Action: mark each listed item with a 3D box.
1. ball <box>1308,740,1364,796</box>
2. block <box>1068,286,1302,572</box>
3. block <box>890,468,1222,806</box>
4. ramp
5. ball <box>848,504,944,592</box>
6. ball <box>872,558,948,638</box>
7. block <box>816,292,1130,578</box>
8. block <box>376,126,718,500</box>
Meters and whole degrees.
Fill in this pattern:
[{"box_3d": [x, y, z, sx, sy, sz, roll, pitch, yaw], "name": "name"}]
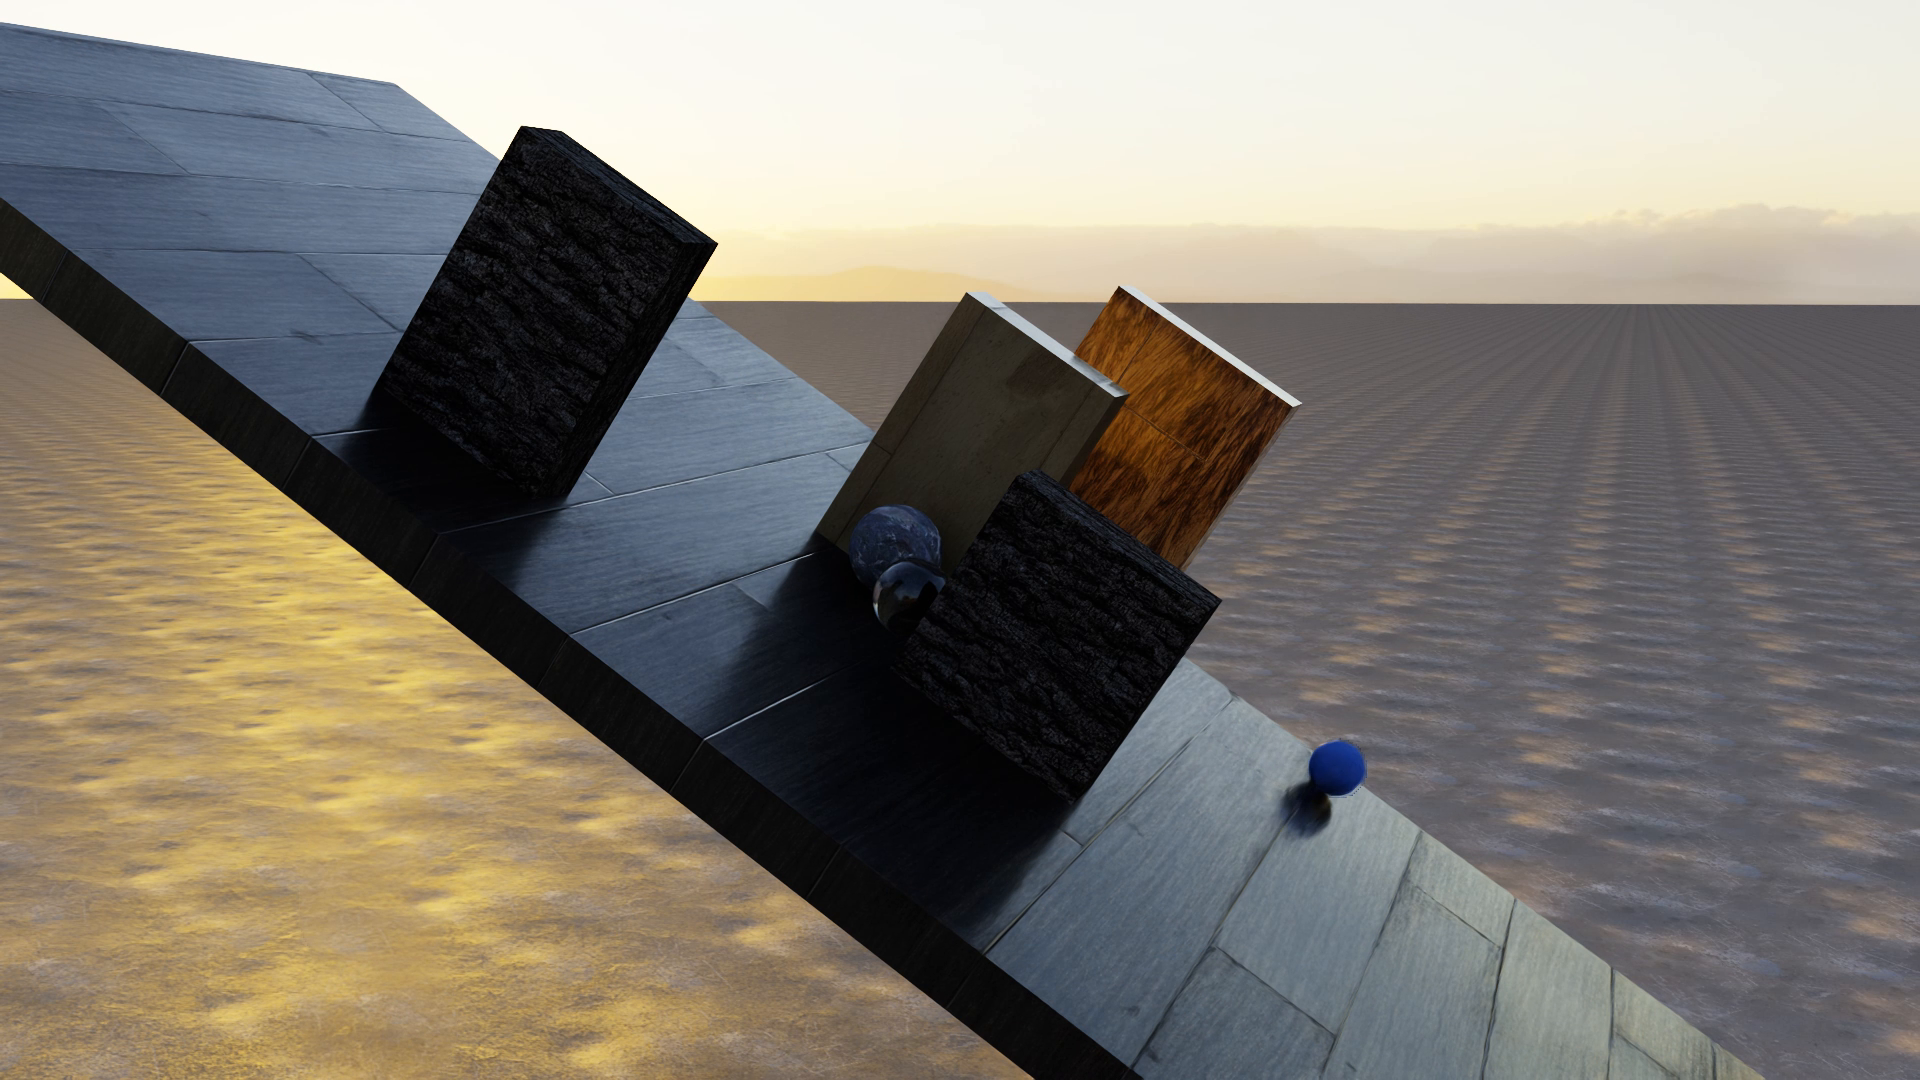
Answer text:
[{"box_3d": [0.797, 0.482, 4.653, 0.117, 0.117, 0.117, 0, 7, 0], "name": "ball"}, {"box_3d": [0.355, -0.150, 4.695, 0.443, 0.644, 0.125, 36, 15, 10], "name": "block"}, {"box_3d": [0.164, 0.163, 3.788, 0.393, 0.411, 0.145, 36, 15, 10], "name": "block"}, {"box_3d": [-0.115, 0.197, 4.094, 4.000, 0.100, 2.000, 36, 15, 10], "name": "ramp"}, {"box_3d": [-0.120, 0.021, 4.099, 0.176, 0.176, 0.176, 0, 7, 0], "name": "ball"}, {"box_3d": [-0.085, 0.105, 3.966, 0.147, 0.147, 0.147, 0, 7, 0], "name": "ball"}, {"box_3d": [0.021, -0.148, 4.195, 0.344, 0.548, 0.127, 36, 15, 10], "name": "block"}, {"box_3d": [-0.671, -0.367, 3.568, 0.332, 0.493, 0.139, 36, 15, 10], "name": "block"}]
